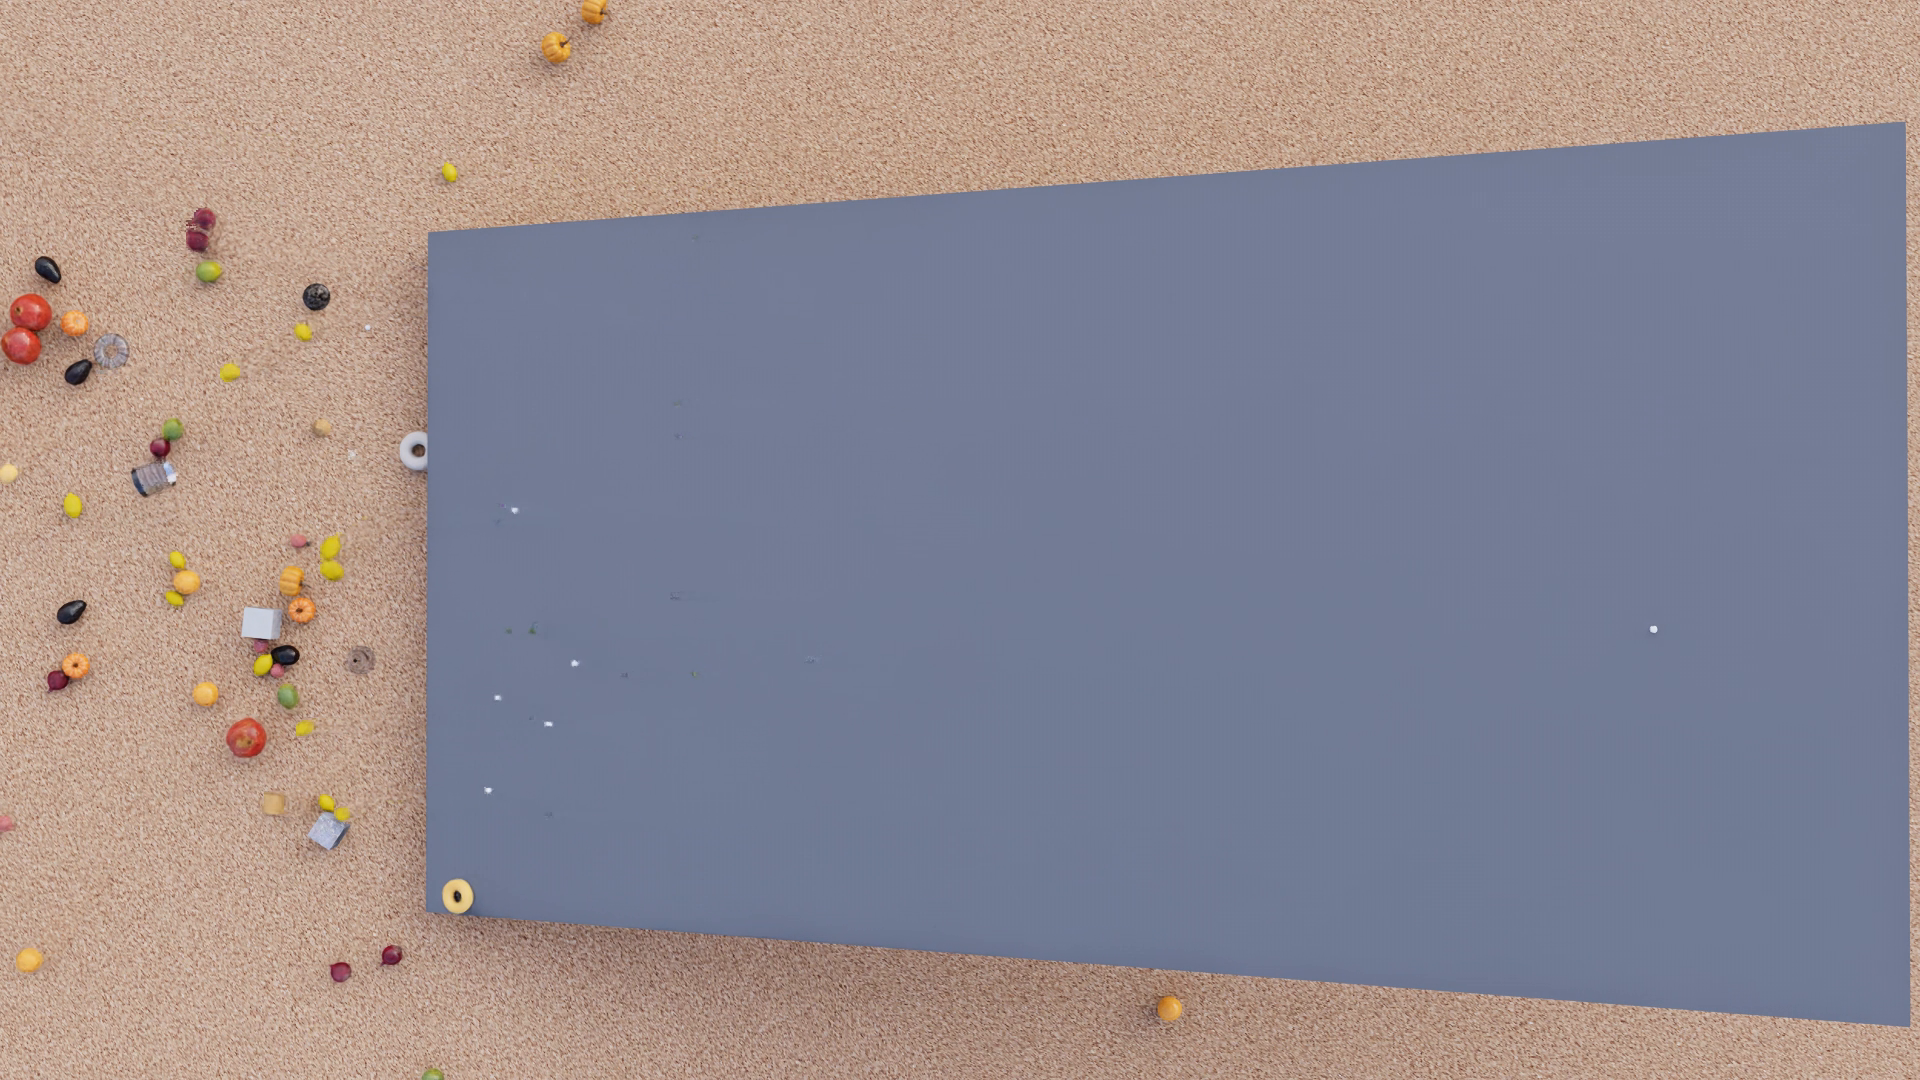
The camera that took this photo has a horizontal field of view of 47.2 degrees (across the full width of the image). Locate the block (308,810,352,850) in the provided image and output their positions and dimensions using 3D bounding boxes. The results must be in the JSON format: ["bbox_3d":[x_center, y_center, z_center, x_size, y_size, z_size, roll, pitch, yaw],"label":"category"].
[{"bbox_3d":[-1.867,0.860,6.511,0.078,0.078,0.078,34,89,0],"label":"block"}]

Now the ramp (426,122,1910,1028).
[{"bbox_3d":[0.283,0.084,5.708,4.000,0.100,2.000,0,89,24],"label":"ramp"}]

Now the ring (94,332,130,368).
[{"bbox_3d":[-2.527,-0.563,6.550,0.108,0.036,0.108,0,89,1],"label":"ring"}]

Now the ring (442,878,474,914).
[{"bbox_3d":[-1.460,1.035,6.392,0.101,0.034,0.101,0,90,23],"label":"ring"}]

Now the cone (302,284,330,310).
[{"bbox_3d":[-1.922,-0.727,6.528,0.083,0.083,0.083,0,89,0],"label":"cone"}]

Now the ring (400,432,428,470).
[{"bbox_3d":[-1.610,-0.265,6.544,0.118,0.039,0.118,0,88,0],"label":"ring"}]

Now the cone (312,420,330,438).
[{"bbox_3d":[-1.906,-0.334,6.537,0.056,0.056,0.056,0,89,0],"label":"cone"}]

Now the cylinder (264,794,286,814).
[{"bbox_3d":[-2.034,0.782,6.524,0.055,0.055,0.055,5,89,0],"label":"cylinder"}]

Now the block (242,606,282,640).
[{"bbox_3d":[-2.067,0.245,6.515,0.086,0.086,0.086,6,89,0],"label":"block"}]

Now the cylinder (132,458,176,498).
[{"bbox_3d":[-2.389,-0.186,6.517,0.093,0.093,0.093,-21,89,0],"label":"cylinder"}]

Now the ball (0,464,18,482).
[{"bbox_3d":[-2.829,-0.199,6.537,0.051,0.051,0.051,0,89,0],"label":"ball"}]

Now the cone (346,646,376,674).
[{"bbox_3d":[-1.785,0.357,6.512,0.088,0.088,0.088,0,89,0],"label":"cone"}]
